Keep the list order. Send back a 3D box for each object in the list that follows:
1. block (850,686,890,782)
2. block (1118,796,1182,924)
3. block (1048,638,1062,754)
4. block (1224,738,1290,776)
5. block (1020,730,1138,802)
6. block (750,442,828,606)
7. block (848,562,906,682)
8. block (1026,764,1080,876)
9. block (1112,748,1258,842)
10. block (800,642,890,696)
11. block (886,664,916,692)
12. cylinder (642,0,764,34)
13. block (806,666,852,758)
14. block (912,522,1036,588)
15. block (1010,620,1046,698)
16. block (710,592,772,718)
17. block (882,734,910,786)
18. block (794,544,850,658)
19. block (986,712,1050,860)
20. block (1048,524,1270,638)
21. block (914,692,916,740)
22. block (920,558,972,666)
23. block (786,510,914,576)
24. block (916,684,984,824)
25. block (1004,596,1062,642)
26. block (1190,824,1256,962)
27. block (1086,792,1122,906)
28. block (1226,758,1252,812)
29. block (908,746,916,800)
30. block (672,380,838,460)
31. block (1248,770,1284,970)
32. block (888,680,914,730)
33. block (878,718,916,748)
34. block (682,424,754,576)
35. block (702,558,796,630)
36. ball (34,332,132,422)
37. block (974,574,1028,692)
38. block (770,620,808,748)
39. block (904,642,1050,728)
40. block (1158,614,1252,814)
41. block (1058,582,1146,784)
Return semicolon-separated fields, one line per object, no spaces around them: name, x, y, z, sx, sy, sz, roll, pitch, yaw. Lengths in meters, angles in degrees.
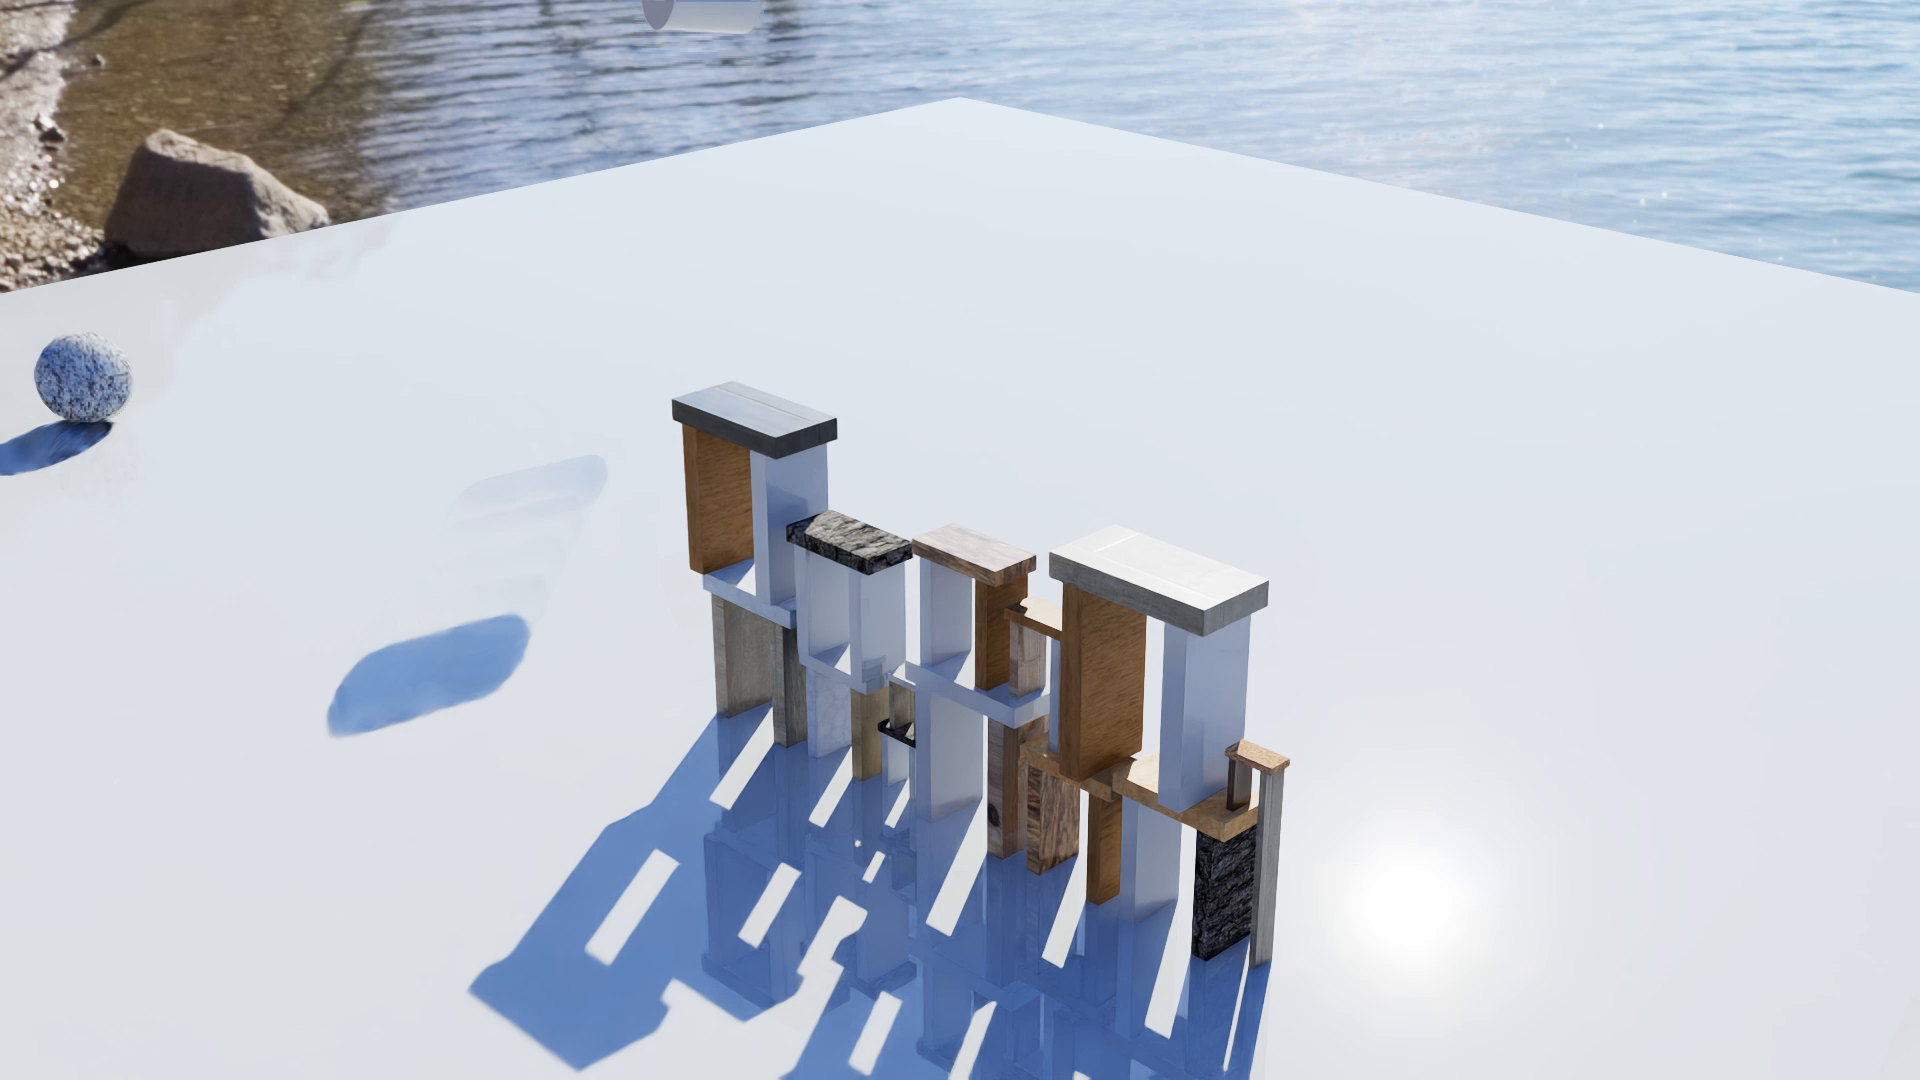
block;-0.177;0.389;4.577;0.030;0.209;0.104;21;31;41
block;0.355;0.571;4.083;0.037;0.259;0.130;21;31;41
block;0.203;0.280;4.126;0.022;0.235;0.078;21;31;41
block;0.518;0.378;3.830;0.103;0.015;0.051;21;31;40
block;0.236;0.420;4.140;0.230;0.033;0.115;21;31;41
block;-0.352;-0.046;4.591;0.167;0.335;0.047;-21;31;-40
block;-0.167;0.156;4.468;0.123;0.247;0.035;-21;31;-40
block;0.181;0.520;4.241;0.033;0.230;0.115;21;31;41
block;0.416;0.459;3.969;0.259;0.037;0.130;21;31;41
block;-0.226;0.260;4.576;0.104;0.030;0.209;-21;31;-40
block;-0.094;0.282;4.447;0.107;0.015;0.054;21;31;41
cylinder;-0.747;-1.610;6.362;0.272;0.272;0.272;-5;22;-29
block;-0.276;0.350;4.668;0.104;0.209;0.030;-21;31;-41
block;0.026;0.027;4.207;0.225;0.032;0.112;21;31;41
block;0.130;0.216;4.179;0.022;0.157;0.078;21;31;41
block;-0.472;0.233;4.838;0.145;0.291;0.041;-21;31;-41
block;-0.134;0.445;4.556;0.017;0.122;0.061;21;31;41
block;-0.283;0.110;4.575;0.123;0.247;0.035;-21;31;-40
block;0.120;0.460;4.293;0.042;0.299;0.149;21;31;41
block;0.347;0.068;3.872;0.355;0.050;0.177;21;31;41
block;-0.069;0.348;4.448;0.015;0.107;0.054;21;31;41
block;-0.027;0.124;4.306;0.032;0.225;0.112;21;31;41
block;-0.225;0.003;4.467;0.123;0.035;0.247;-21;31;-40
block;-0.020;0.405;4.423;0.042;0.299;0.149;21;31;41
block;0.167;0.148;4.110;0.078;0.022;0.157;-21;31;-40
block;0.477;0.619;3.970;0.037;0.259;0.130;21;31;41
block;0.290;0.562;4.141;0.033;0.230;0.115;21;31;41
block;0.494;0.423;3.875;0.051;0.103;0.015;-21;31;-41
block;-0.076;0.467;4.503;0.017;0.122;0.061;21;31;41
block;-0.431;-0.253;4.589;0.335;0.047;0.167;21;31;40
block;0.542;0.578;3.889;0.015;0.399;0.051;21;31;41
block;-0.120;0.329;4.494;0.015;0.107;0.054;21;31;41
block;-0.105;0.392;4.503;0.121;0.017;0.061;21;31;41
block;-0.510;-0.108;4.737;0.167;0.335;0.047;-21;31;-40
block;-0.404;0.107;4.711;0.145;0.041;0.291;-21;31;-41
ball;-2.612;-0.486;6.556;0.273;0.273;0.273;0;23;0
block;0.079;0.166;4.208;0.032;0.225;0.113;21;31;41
block;-0.335;0.287;4.712;0.145;0.291;0.041;-21;31;-41
block;0.050;0.276;4.291;0.299;0.042;0.149;21;31;41
block;0.430;0.287;3.874;0.050;0.355;0.177;21;31;41
block;0.263;0.236;4.034;0.050;0.387;0.177;21;31;41
